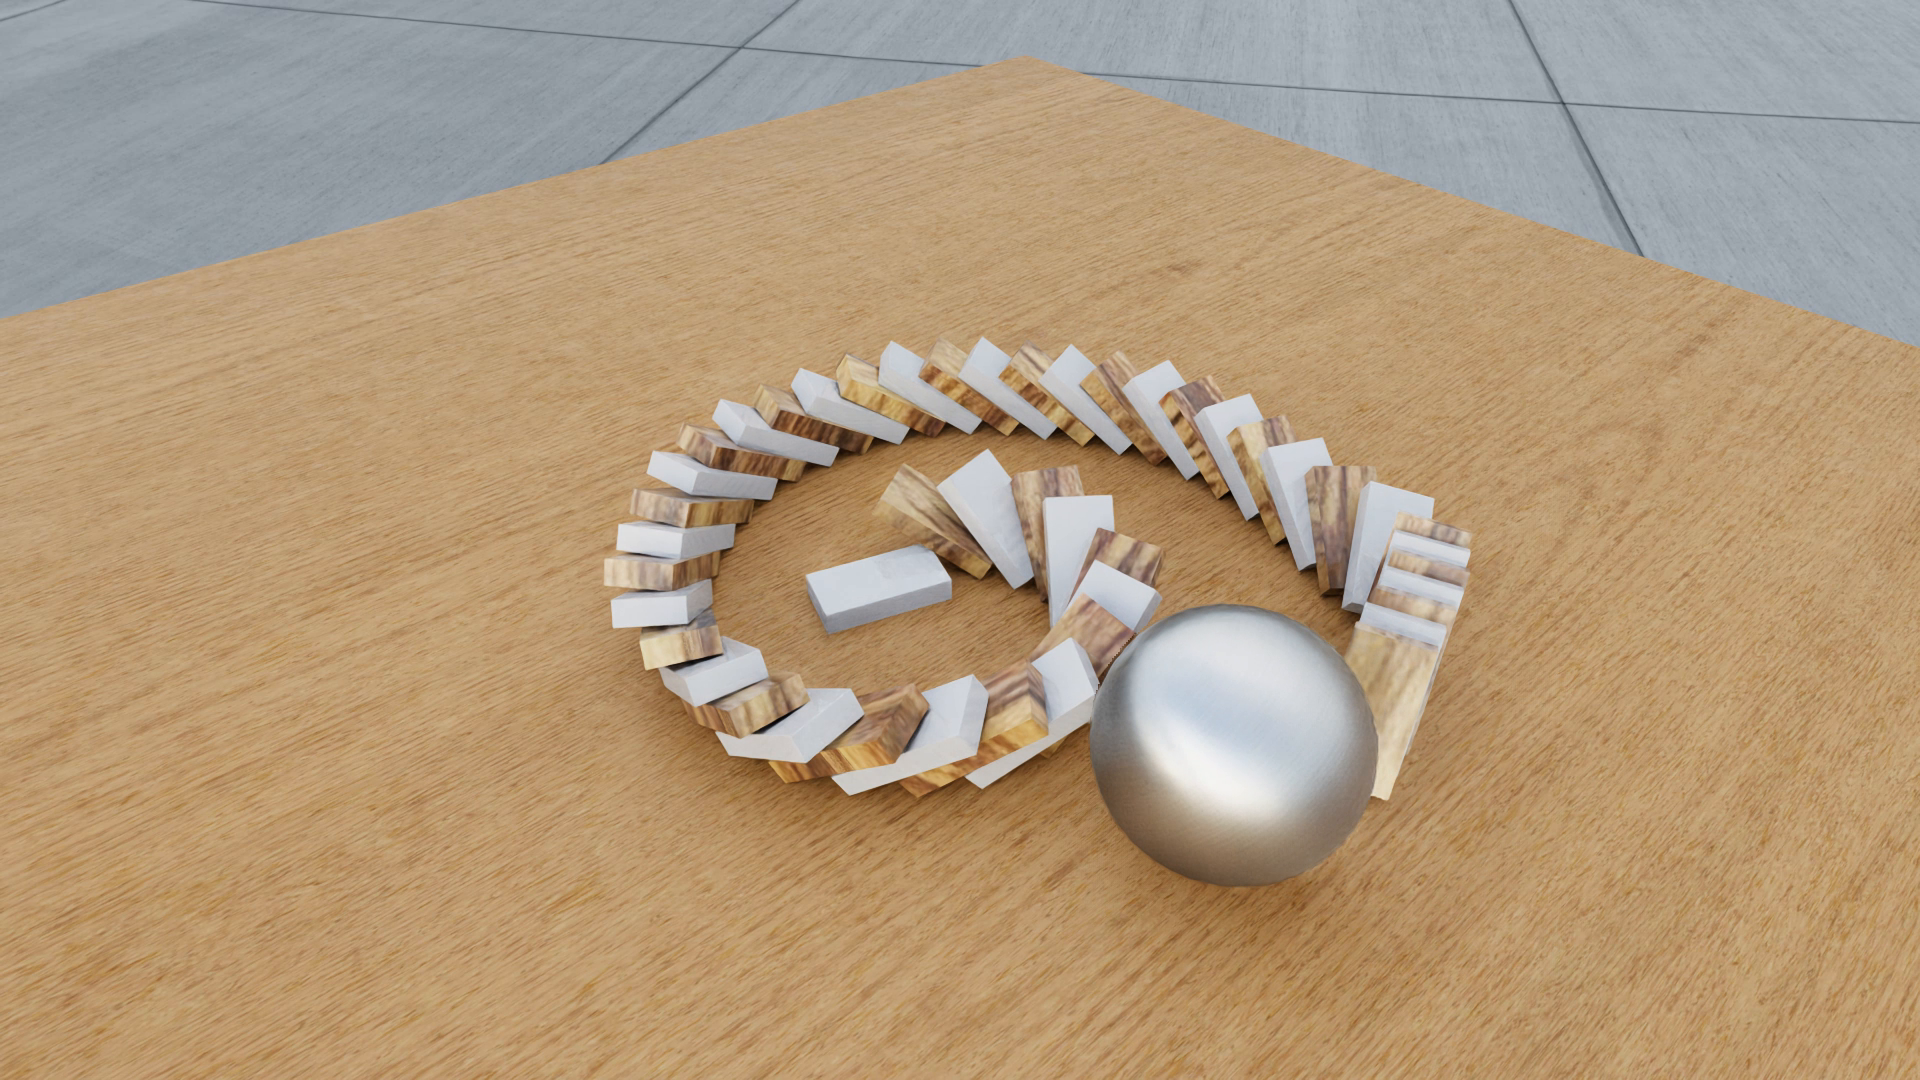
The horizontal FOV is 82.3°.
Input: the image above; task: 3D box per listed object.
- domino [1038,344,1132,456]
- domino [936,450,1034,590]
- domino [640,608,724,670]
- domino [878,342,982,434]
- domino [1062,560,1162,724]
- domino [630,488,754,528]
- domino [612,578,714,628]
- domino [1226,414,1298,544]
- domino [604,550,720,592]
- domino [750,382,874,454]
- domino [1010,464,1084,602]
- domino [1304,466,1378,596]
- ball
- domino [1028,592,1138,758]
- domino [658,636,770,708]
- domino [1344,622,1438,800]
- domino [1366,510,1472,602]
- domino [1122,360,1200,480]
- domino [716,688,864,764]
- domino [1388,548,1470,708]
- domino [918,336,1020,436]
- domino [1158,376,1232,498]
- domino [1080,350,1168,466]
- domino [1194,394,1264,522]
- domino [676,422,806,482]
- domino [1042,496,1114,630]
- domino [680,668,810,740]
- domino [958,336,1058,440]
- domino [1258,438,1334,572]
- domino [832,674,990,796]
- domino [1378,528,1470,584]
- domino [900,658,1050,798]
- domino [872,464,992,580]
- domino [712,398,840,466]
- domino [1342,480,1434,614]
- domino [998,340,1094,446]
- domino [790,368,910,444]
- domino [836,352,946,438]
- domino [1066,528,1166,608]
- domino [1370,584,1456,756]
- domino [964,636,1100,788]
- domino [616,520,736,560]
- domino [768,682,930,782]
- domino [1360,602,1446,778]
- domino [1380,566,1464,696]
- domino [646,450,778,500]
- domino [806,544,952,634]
[{"bbox_3d":[0.062,-0.064,0.502,0.050,0.010,0.025,42,47,-2],"label":"domino"},{"bbox_3d":[0.016,-0.008,0.430,0.025,0.010,0.050,-38,92,-37],"label":"domino"},{"bbox_3d":[-0.097,0.033,0.381,0.025,0.009,0.050,-12,6,-14],"label":"domino"},{"bbox_3d":[-0.013,-0.070,0.509,0.050,0.010,0.025,27,34,-21],"label":"domino"},{"bbox_3d":[0.046,0.035,0.379,0.025,0.009,0.050,28,84,30],"label":"domino"},{"bbox_3d":[-0.106,-0.014,0.439,0.025,0.010,0.050,14,8,17],"label":"domino"},{"bbox_3d":[-0.106,0.022,0.395,0.025,0.010,0.050,-3,5,-3],"label":"domino"},{"bbox_3d":[0.132,-0.025,0.454,0.025,0.010,0.050,-15,74,-17],"label":"domino"},{"bbox_3d":[-0.110,0.010,0.410,0.025,0.009,0.050,5,6,6],"label":"domino"},{"bbox_3d":[-0.065,-0.054,0.488,0.050,0.010,0.025,13,26,-41],"label":"domino"},{"bbox_3d":[0.038,-0.003,0.425,0.025,0.009,0.050,-9,74,-15],"label":"domino"},{"bbox_3d":[0.151,-0.004,0.428,0.025,0.009,0.050,0,71,-4],"label":"domino"},{"bbox_3d":[0.078,0.058,0.317,0.080,0.080,0.080,0,39,0],"label":"ball"},{"bbox_3d":[0.035,0.045,0.367,0.050,0.010,0.025,-50,52,0],"label":"domino"},{"bbox_3d":[-0.084,0.043,0.370,0.025,0.009,0.050,-21,9,-24],"label":"domino"},{"bbox_3d":[0.130,0.054,0.347,0.025,0.050,0.010,18,14,20],"label":"domino"},{"bbox_3d":[0.161,0.017,0.391,0.025,0.050,0.010,19,15,20],"label":"domino"},{"bbox_3d":[0.097,-0.054,0.488,0.025,0.009,0.050,-29,81,-31],"label":"domino"},{"bbox_3d":[-0.055,0.058,0.351,0.025,0.010,0.050,-37,17,-36],"label":"domino"},{"bbox_3d":[0.153,0.030,0.375,0.025,0.050,0.009,18,14,20],"label":"domino"},{"bbox_3d":[0.006,-0.072,0.510,0.050,0.010,0.025,32,38,-13],"label":"domino"},{"bbox_3d":[0.110,-0.045,0.478,0.025,0.010,0.050,-23,78,-26],"label":"domino"},{"bbox_3d":[0.080,-0.060,0.496,0.050,0.009,0.025,48,52,2],"label":"domino"},{"bbox_3d":[0.122,-0.035,0.466,0.025,0.010,0.050,-19,76,-22],"label":"domino"},{"bbox_3d":[-0.092,-0.037,0.468,0.025,0.009,0.050,33,16,34],"label":"domino"},{"bbox_3d":[0.045,0.009,0.409,0.025,0.010,0.050,-2,79,-3],"label":"domino"},{"bbox_3d":[-0.071,0.052,0.359,0.025,0.009,0.050,-27,12,-29],"label":"domino"},{"bbox_3d":[0.025,-0.070,0.509,0.050,0.010,0.025,35,40,-10],"label":"domino"},{"bbox_3d":[0.141,-0.015,0.441,0.025,0.010,0.050,-11,73,-13],"label":"domino"},{"bbox_3d":[-0.016,0.062,0.347,0.050,0.009,0.025,-24,30,28],"label":"domino"},{"bbox_3d":[0.157,0.024,0.383,0.025,0.050,0.010,18,14,20],"label":"domino"},{"bbox_3d":[0.004,0.060,0.349,0.050,0.010,0.025,-30,35,21],"label":"domino"},{"bbox_3d":[-0.007,-0.008,0.436,0.050,0.010,0.025,31,43,-3],"label":"domino"},{"bbox_3d":[-0.080,-0.046,0.479,0.050,0.010,0.025,11,24,-45],"label":"domino"},{"bbox_3d":[0.162,0.005,0.415,0.025,0.009,0.050,16,71,2],"label":"domino"},{"bbox_3d":[0.044,-0.068,0.506,0.050,0.010,0.025,38,44,-6],"label":"domino"},{"bbox_3d":[-0.049,-0.060,0.496,0.050,0.010,0.025,16,27,-36],"label":"domino"},{"bbox_3d":[-0.032,-0.066,0.504,0.050,0.009,0.025,22,30,-28],"label":"domino"},{"bbox_3d":[0.053,0.023,0.392,0.025,0.010,0.050,19,81,20],"label":"domino"},{"bbox_3d":[0.142,0.042,0.361,0.025,0.050,0.010,18,14,20],"label":"domino"},{"bbox_3d":[0.021,0.056,0.353,0.050,0.009,0.025,-35,40,15],"label":"domino"},{"bbox_3d":[-0.108,-0.001,0.425,0.025,0.010,0.050,8,6,10],"label":"domino"},{"bbox_3d":[-0.035,0.061,0.347,0.050,0.009,0.025,-19,25,38],"label":"domino"},{"bbox_3d":[0.136,0.048,0.354,0.025,0.050,0.009,18,14,20],"label":"domino"},{"bbox_3d":[0.148,0.036,0.368,0.025,0.050,0.009,18,14,20],"label":"domino"},{"bbox_3d":[-0.101,-0.026,0.455,0.025,0.009,0.050,24,11,26],"label":"domino"},{"bbox_3d":[-0.031,0.018,0.422,0.050,0.010,0.025,-15,42,-18],"label":"domino"}]
